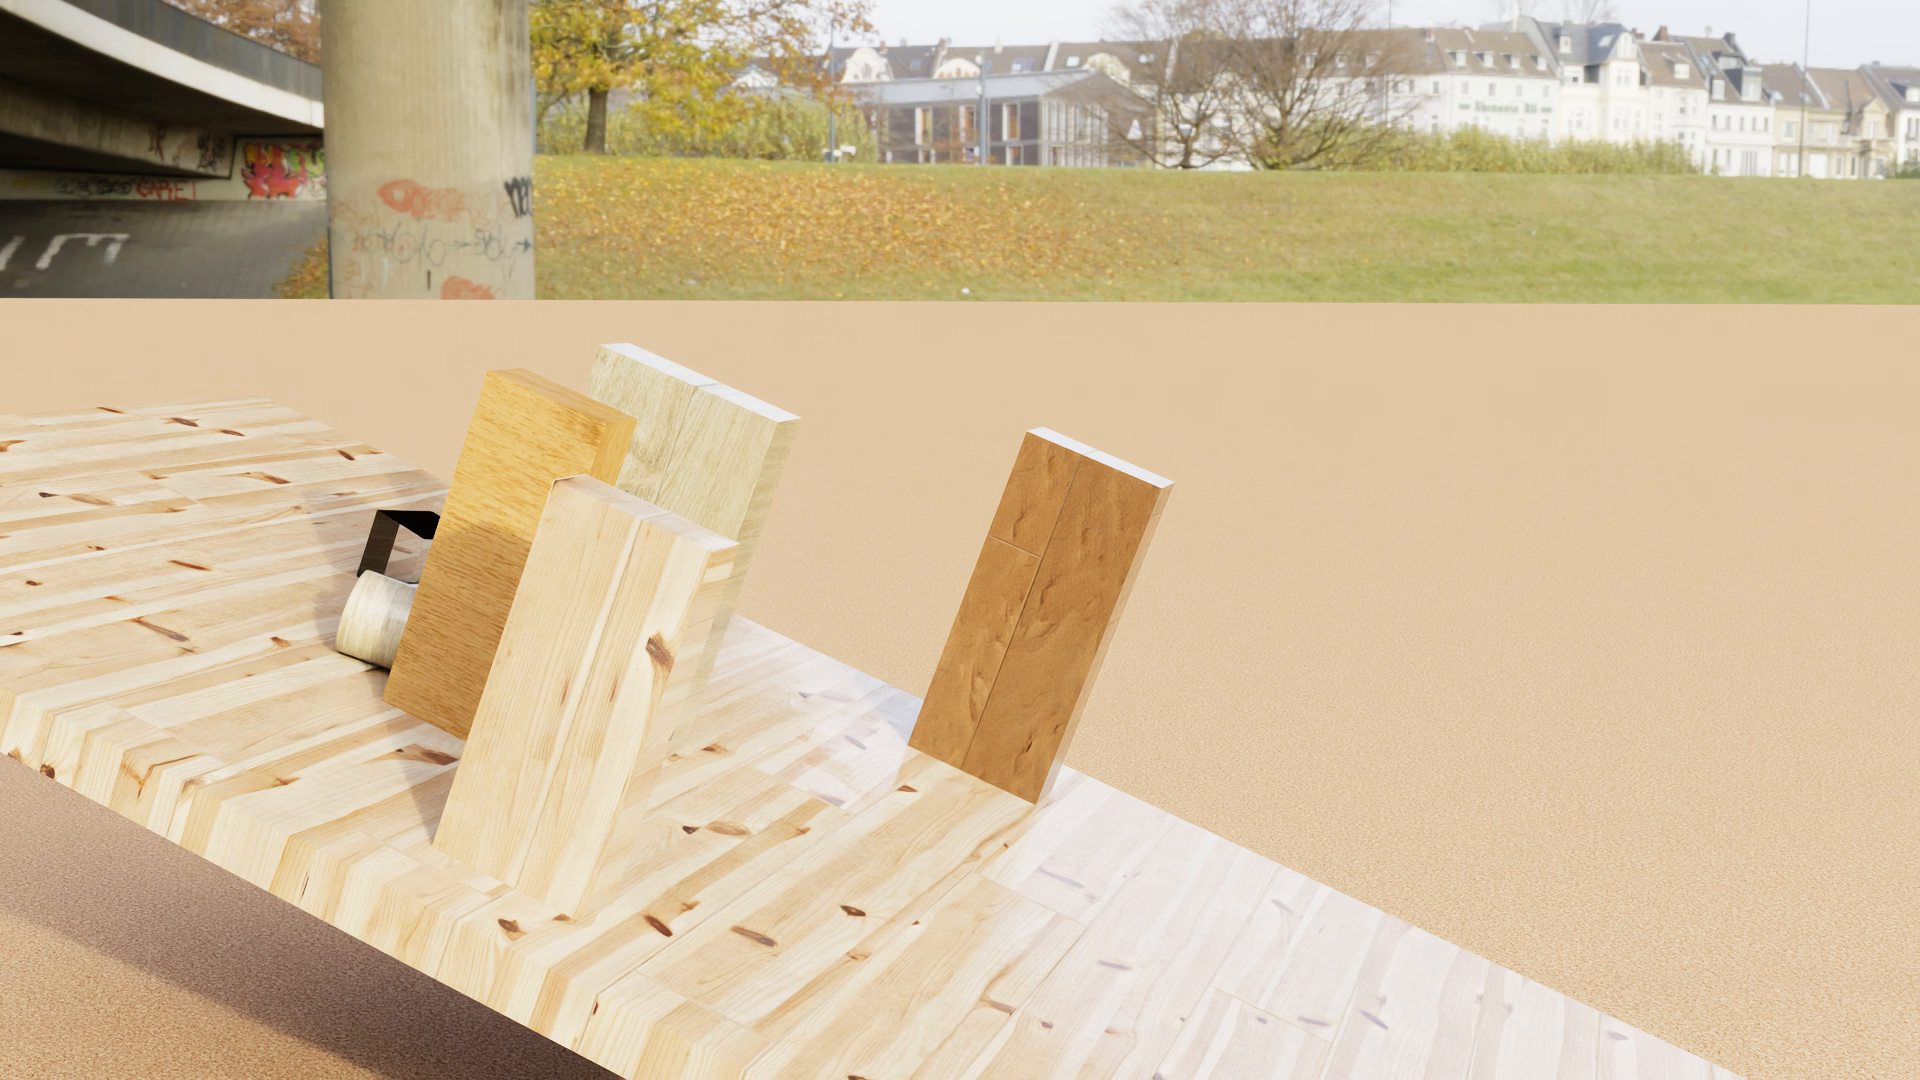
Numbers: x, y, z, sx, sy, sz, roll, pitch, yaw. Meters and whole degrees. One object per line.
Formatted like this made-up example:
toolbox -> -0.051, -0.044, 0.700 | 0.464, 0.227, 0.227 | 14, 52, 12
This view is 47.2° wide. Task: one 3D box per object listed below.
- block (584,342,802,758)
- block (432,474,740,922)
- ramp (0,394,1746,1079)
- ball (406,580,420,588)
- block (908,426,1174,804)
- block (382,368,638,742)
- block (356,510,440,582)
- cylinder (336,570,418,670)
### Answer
block -> -0.607, 0.022, 4.204 | 0.381, 0.700, 0.121 | 24, 13, 13
block -> -0.588, 0.246, 3.441 | 0.281, 0.634, 0.107 | 24, 13, 13
ramp -> -0.318, 0.570, 4.201 | 4.000, 0.100, 2.000 | 24, 13, 13
ball -> -1.051, 0.145, 4.283 | 0.134, 0.134, 0.134 | 0, 7, 0
block -> 0.172, 0.163, 4.753 | 0.312, 0.743, 0.135 | 24, 13, 13
block -> -0.810, 0.038, 3.946 | 0.243, 0.642, 0.126 | 24, 13, 13
block -> -1.129, 0.038, 4.574 | 0.151, 0.151, 0.151 | 28, 14, 30
cylinder -> -1.065, 0.160, 4.136 | 0.162, 0.162, 0.162 | 20, 6, -3
